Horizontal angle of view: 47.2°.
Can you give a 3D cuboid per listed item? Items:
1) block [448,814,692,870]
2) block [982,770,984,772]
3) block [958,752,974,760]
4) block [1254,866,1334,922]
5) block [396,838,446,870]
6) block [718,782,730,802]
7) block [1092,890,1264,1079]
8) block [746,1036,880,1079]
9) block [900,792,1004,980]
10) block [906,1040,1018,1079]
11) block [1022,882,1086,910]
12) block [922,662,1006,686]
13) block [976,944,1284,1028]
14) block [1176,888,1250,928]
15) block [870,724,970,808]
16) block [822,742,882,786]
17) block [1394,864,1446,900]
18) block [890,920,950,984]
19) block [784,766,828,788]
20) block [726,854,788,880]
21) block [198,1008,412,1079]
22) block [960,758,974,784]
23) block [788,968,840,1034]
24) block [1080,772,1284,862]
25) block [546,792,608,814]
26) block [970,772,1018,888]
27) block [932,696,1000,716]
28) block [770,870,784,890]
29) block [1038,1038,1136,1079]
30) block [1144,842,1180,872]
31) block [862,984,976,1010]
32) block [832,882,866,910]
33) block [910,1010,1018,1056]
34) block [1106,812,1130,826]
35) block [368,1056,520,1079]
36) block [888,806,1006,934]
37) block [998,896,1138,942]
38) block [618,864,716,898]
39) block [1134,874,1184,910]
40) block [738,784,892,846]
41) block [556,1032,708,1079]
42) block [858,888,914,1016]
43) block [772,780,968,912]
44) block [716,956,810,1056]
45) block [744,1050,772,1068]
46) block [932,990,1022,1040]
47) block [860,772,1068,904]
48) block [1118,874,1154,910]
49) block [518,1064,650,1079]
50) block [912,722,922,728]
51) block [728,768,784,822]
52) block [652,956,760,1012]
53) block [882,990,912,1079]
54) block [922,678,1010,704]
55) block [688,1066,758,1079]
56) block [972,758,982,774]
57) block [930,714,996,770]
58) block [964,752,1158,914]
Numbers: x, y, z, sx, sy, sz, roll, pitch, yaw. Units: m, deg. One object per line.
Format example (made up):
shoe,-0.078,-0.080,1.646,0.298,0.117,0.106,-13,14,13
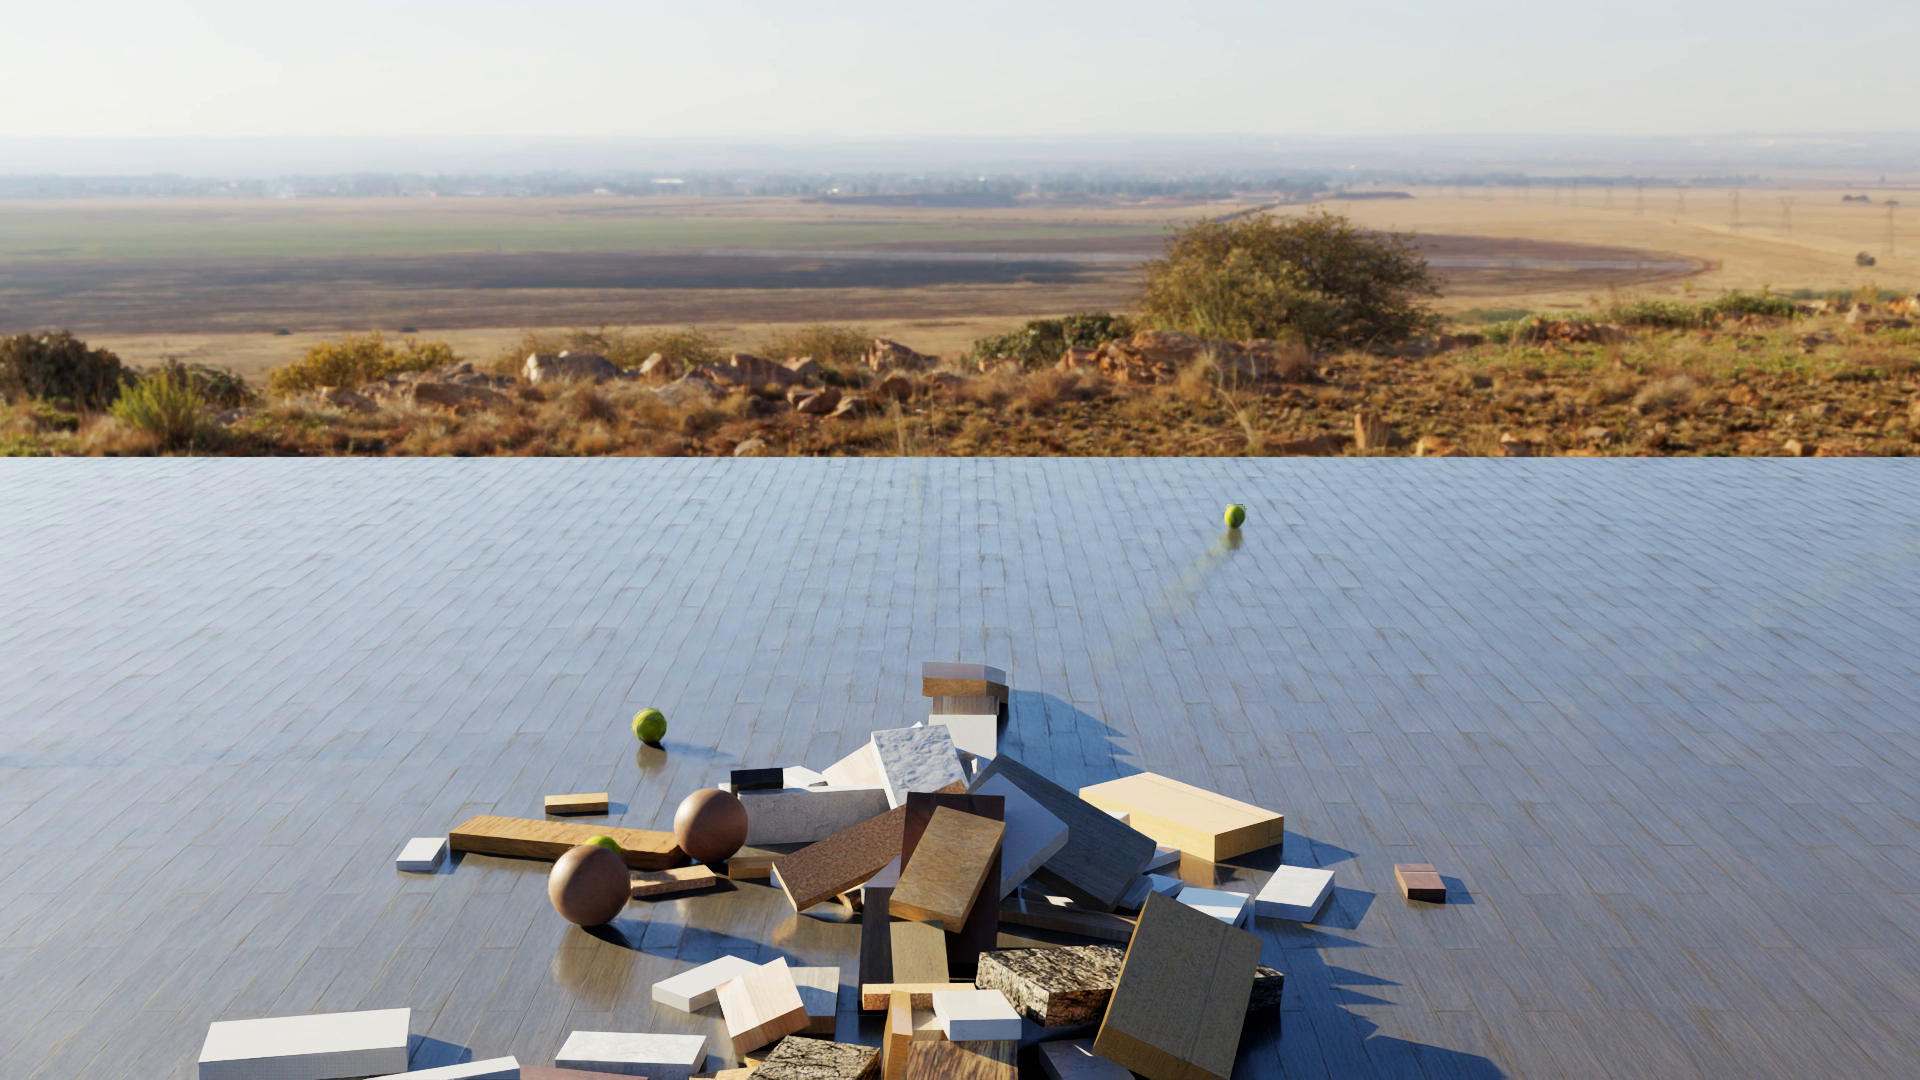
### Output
block,-0.690,0.534,3.890,0.417,0.030,0.107,3,11,16
block,0.014,0.477,4.098,0.064,0.018,0.129,-1,32,-1
block,0.003,0.454,4.170,0.064,0.018,0.129,-6,34,-8
block,0.555,0.583,3.635,0.092,0.026,0.184,4,11,21
block,-0.941,0.549,3.844,0.061,0.017,0.121,0,11,-1
block,-0.418,0.485,4.187,0.058,0.016,0.116,-4,11,-19
block,0.304,0.622,3.017,0.175,0.050,0.350,23,25,6
block,-0.250,0.742,2.698,0.134,0.038,0.524,3,13,18
block,-0.015,0.529,3.388,0.154,0.044,0.309,2,47,3
block,0.003,0.716,2.681,0.138,0.039,0.276,0,26,0
block,0.167,0.589,3.625,0.062,0.017,0.123,-10,14,-42
block,0.011,0.302,4.904,0.137,0.039,0.274,2,-6,11
block,0.246,0.631,3.148,0.416,0.050,0.175,3,7,-32
block,0.392,0.594,3.490,0.107,0.030,0.213,4,4,14
block,-0.061,0.428,3.865,0.137,0.039,0.274,-5,34,-13
block,-0.170,0.454,4.127,0.137,0.039,0.274,-31,15,-5
block,0.775,0.574,3.704,0.063,0.018,0.126,0,11,2
block,-0.059,0.604,3.170,0.078,0.022,0.156,-2,25,-3
block,-0.305,0.466,4.289,0.058,0.016,0.116,-8,13,-38
block,-0.337,0.561,3.777,0.121,0.017,0.061,-2,11,-10
block,-0.891,0.694,3.007,0.267,0.038,0.134,-2,11,-11
block,-0.033,0.485,3.852,0.137,0.039,0.274,-1,33,-7
block,-0.223,0.666,3.188,0.092,0.026,0.184,0,11,-1
block,0.400,0.501,4.010,0.175,0.050,0.350,-8,13,-38
block,-0.721,0.495,4.136,0.116,0.016,0.058,-2,11,-10
block,0.058,0.492,3.732,0.095,0.191,0.027,5,-29,2
block,0.009,0.351,4.604,0.135,0.038,0.270,0,-6,-1
block,-0.221,0.563,3.743,0.094,0.027,0.187,10,14,43
block,0.174,0.714,2.929,0.092,0.026,0.184,-3,11,-13
block,0.319,0.553,3.820,0.126,0.018,0.063,-10,15,-44
block,-0.057,0.634,3.055,0.156,0.022,0.078,0,-2,-3
block,-0.128,0.562,3.653,0.164,0.023,0.082,-21,19,-25
block,-0.001,0.663,3.004,0.138,0.039,0.276,0,-2,-3
block,0.194,0.501,3.879,0.191,0.027,0.095,0,8,26
block,-0.664,0.712,2.646,0.267,0.134,0.038,-4,11,-22
block,-0.017,0.497,3.334,0.111,0.031,0.222,13,36,14
block,0.227,0.613,3.499,0.359,0.018,0.063,5,12,25
block,-0.493,0.575,3.704,0.152,0.017,0.061,-5,12,-24
block,0.312,0.584,3.652,0.062,0.017,0.123,8,13,37
block,-0.231,0.490,3.947,0.332,0.094,0.027,-2,14,-10
block,-0.446,0.703,2.990,0.187,0.027,0.094,1,11,5
block,-0.090,0.604,3.242,0.111,0.031,0.222,0,37,1
block,-0.132,0.505,3.646,0.349,0.026,0.092,-22,53,-17
block,-0.280,0.656,3.104,0.107,0.030,0.213,-23,11,-8
block,-0.242,0.709,2.993,0.095,0.014,0.048,-3,11,-17
block,0.020,0.626,2.905,0.092,0.026,0.221,0,-2,-6
block,0.009,0.511,3.465,0.154,0.044,0.309,35,56,29
block,0.251,0.568,3.624,0.123,0.017,0.062,11,42,40
block,-0.528,0.725,2.856,0.222,0.031,0.111,2,11,13
block,-0.094,0.440,4.177,0.137,0.039,0.305,-36,15,-4
block,-0.371,0.462,3.984,0.094,0.027,0.187,-3,-27,-9
block,-0.370,0.656,3.254,0.078,0.022,0.156,9,14,39
block,-0.085,0.672,2.924,0.026,0.092,0.184,8,5,-3
block,0.015,0.327,4.768,0.137,0.039,0.274,2,-6,11
block,-0.310,0.721,2.925,0.095,0.014,0.048,-3,11,-15
block,-0.018,0.459,4.082,0.129,0.018,0.064,-31,21,16
block,0.004,0.422,4.313,0.135,0.038,0.270,0,23,1
block,0.151,0.485,3.625,0.309,0.044,0.154,28,50,19
